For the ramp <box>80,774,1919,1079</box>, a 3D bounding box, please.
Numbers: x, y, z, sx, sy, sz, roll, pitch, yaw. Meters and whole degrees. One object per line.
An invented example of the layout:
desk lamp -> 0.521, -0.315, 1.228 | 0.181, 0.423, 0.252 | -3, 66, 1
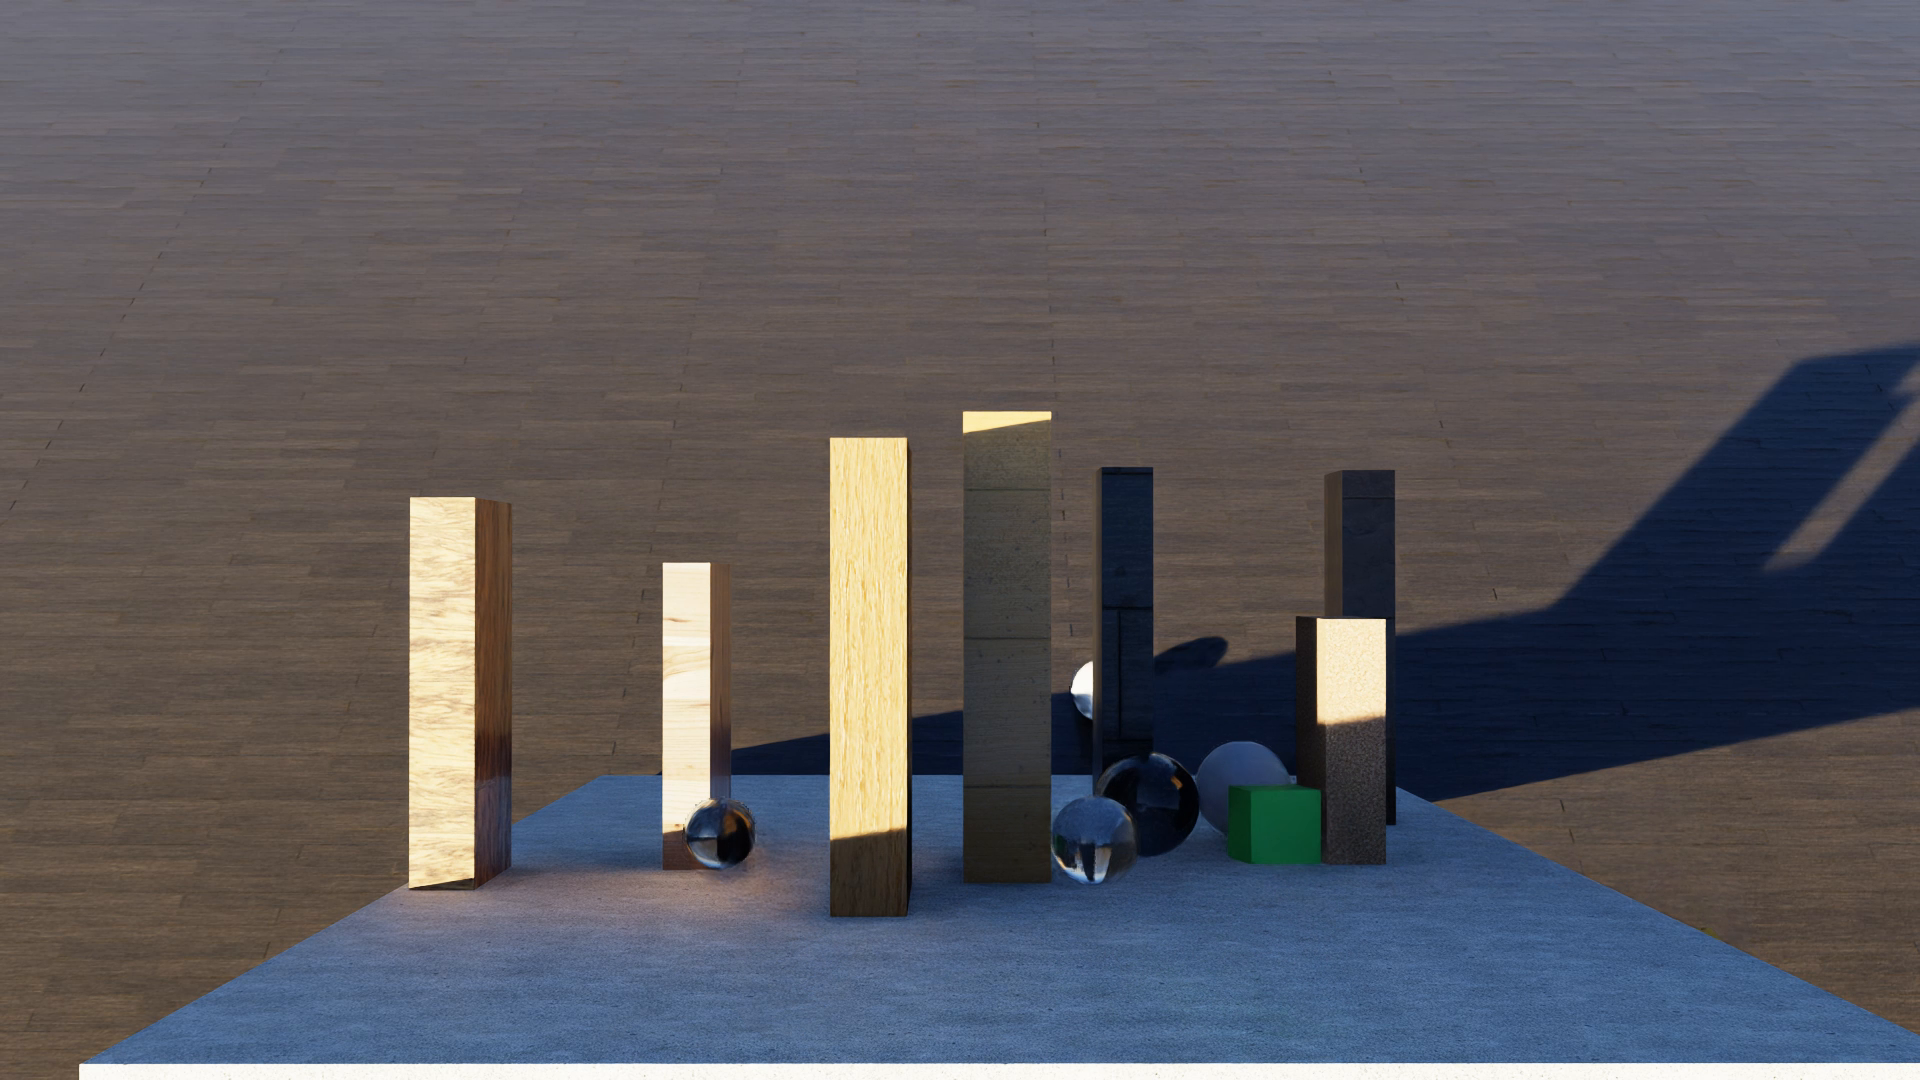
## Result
ramp -> 0.072, 0.631, 4.730 | 2.000, 0.100, 4.000 | 0, -1, 0

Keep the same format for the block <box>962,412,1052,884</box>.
block -> 0.079, 0.183, 4.568 | 0.147, 0.791, 0.426 | 0, -1, 0

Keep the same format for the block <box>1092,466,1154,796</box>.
block -> 0.314, 0.225, 5.029 | 0.096, 0.720, 0.339 | 0, -1, 0

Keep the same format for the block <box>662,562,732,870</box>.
block -> -0.480, 0.313, 4.761 | 0.082, 0.538, 0.424 | 0, -1, 0

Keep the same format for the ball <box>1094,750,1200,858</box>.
ball -> 0.343, 0.484, 4.759 | 0.194, 0.194, 0.194 | 0, 32, 0

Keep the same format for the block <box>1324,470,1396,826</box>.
block -> 0.847, 0.224, 5.500 | 0.109, 0.735, 0.263 | 0, -1, 0

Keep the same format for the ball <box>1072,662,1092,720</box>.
ball -> 0.388, 0.409, 7.046 | 0.170, 0.170, 0.170 | 0, 32, 0

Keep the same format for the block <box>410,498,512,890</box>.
block -> -0.850, 0.255, 4.434 | 0.106, 0.644, 0.356 | 0, -1, 0

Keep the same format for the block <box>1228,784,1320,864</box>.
block -> 0.570, 0.515, 4.707 | 0.131, 0.131, 0.131 | 0, -1, -12

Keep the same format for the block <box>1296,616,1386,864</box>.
block -> 0.707, 0.364, 4.834 | 0.107, 0.438, 0.410 | 0, -1, 0

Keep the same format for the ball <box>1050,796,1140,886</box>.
ball -> 0.225, 0.501, 4.325 | 0.149, 0.149, 0.149 | 0, 32, 0

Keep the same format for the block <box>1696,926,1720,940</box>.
block -> 1.503, 0.915, 5.307 | 0.167, 0.167, 0.167 | -39, 82, -9

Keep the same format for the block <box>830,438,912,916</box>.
block -> -0.139, 0.211, 4.146 | 0.116, 0.724, 0.449 | 0, -1, 0

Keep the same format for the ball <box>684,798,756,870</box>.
ball -> -0.415, 0.508, 4.490 | 0.122, 0.122, 0.122 | 0, 32, 0

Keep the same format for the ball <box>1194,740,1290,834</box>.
ball -> 0.558, 0.492, 5.124 | 0.190, 0.190, 0.190 | 0, 32, 0
